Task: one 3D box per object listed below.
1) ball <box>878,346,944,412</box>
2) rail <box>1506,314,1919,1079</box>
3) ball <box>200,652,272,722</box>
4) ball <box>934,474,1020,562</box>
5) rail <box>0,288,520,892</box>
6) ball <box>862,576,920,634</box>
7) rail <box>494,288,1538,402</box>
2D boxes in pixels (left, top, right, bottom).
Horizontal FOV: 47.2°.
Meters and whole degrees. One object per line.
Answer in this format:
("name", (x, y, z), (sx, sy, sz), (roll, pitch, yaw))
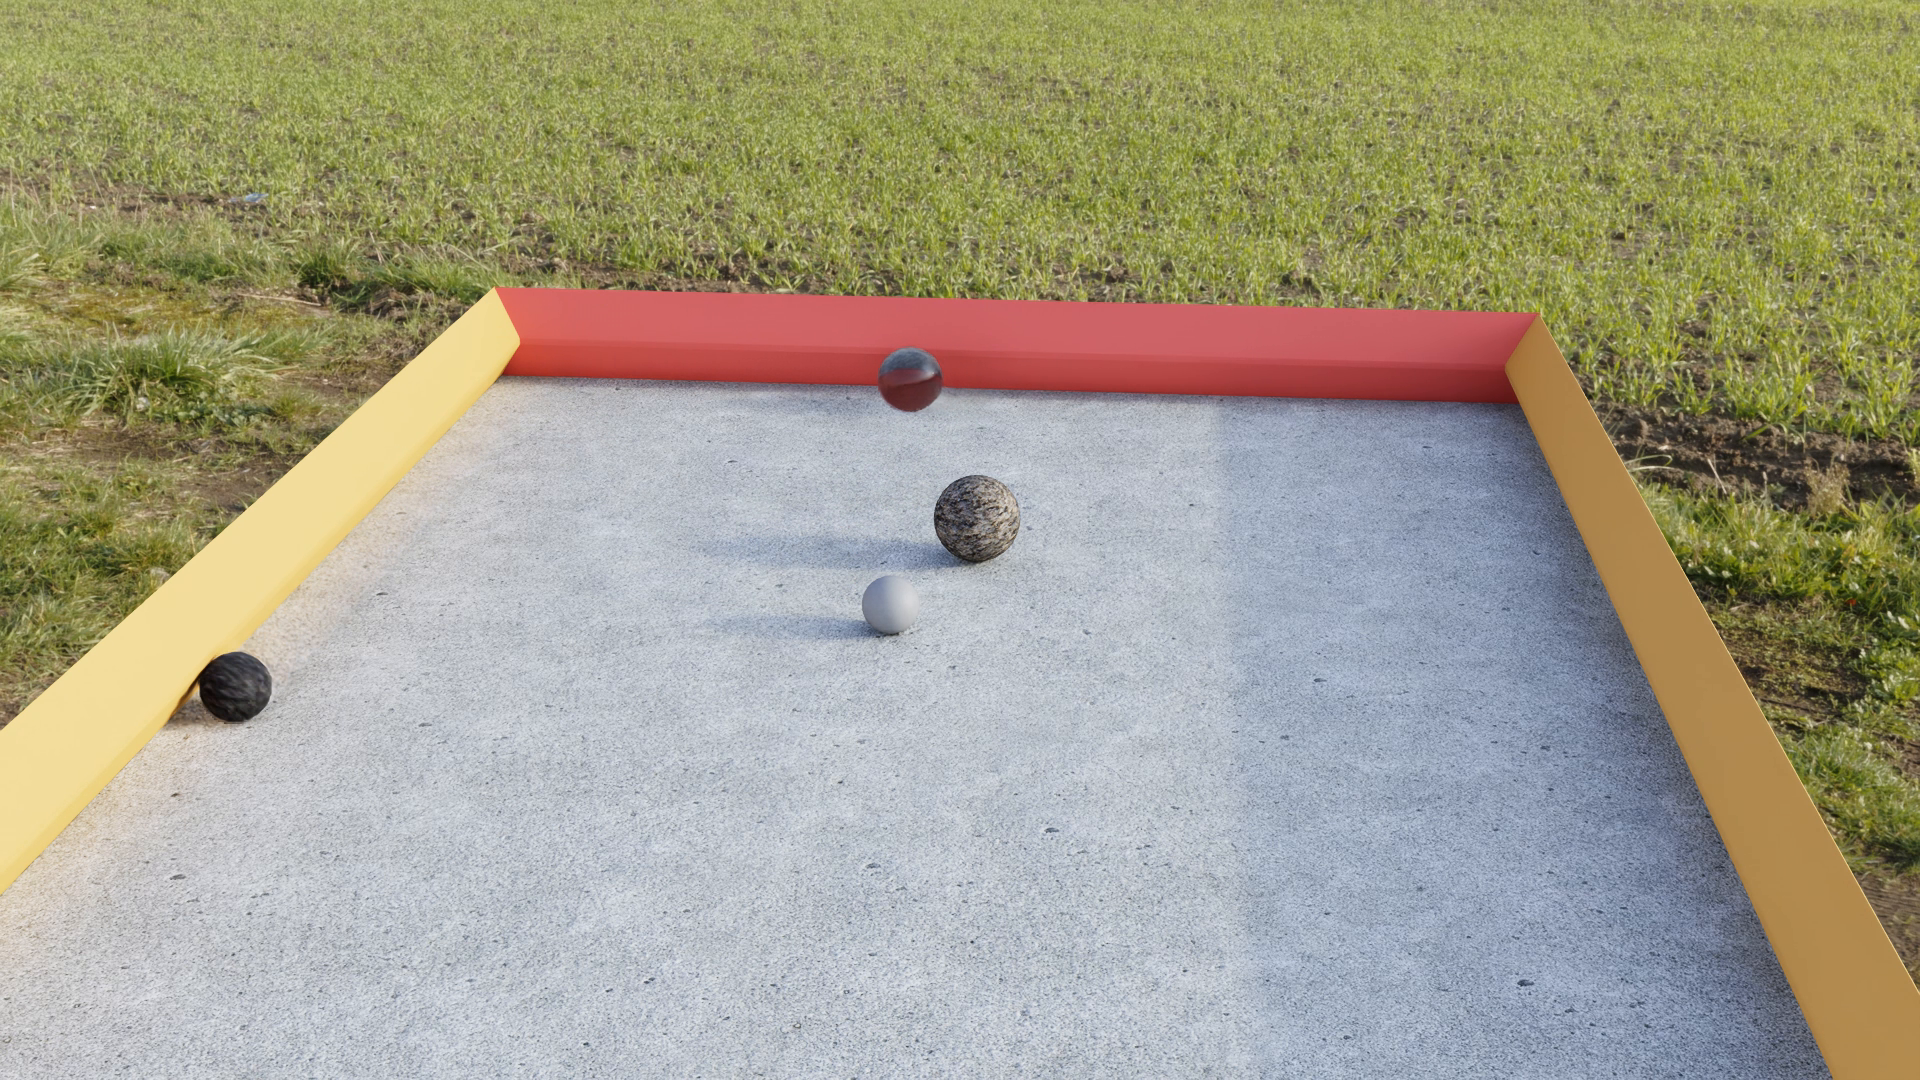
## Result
("ball", (-0.064, -0.209, 2.863), (0.085, 0.085, 0.085), (0, 22, 0))
("rail", (0.609, 0.243, 1.666), (0.045, 0.122, 2.630), (2, 22, 5))
("ball", (-0.665, 0.135, 2.020), (0.064, 0.064, 0.064), (0, 22, 0))
("ball", (0.018, -0.023, 2.380), (0.094, 0.094, 0.094), (0, 22, 0))
("rail", (-0.731, 0.197, 1.782), (0.045, 0.122, 2.630), (2, 22, 5))
("ball", (-0.069, 0.065, 2.205), (0.059, 0.059, 0.059), (0, 22, 0))
("rail", (0.059, -0.253, 2.920), (1.393, 0.122, 0.045), (2, 22, 5))
